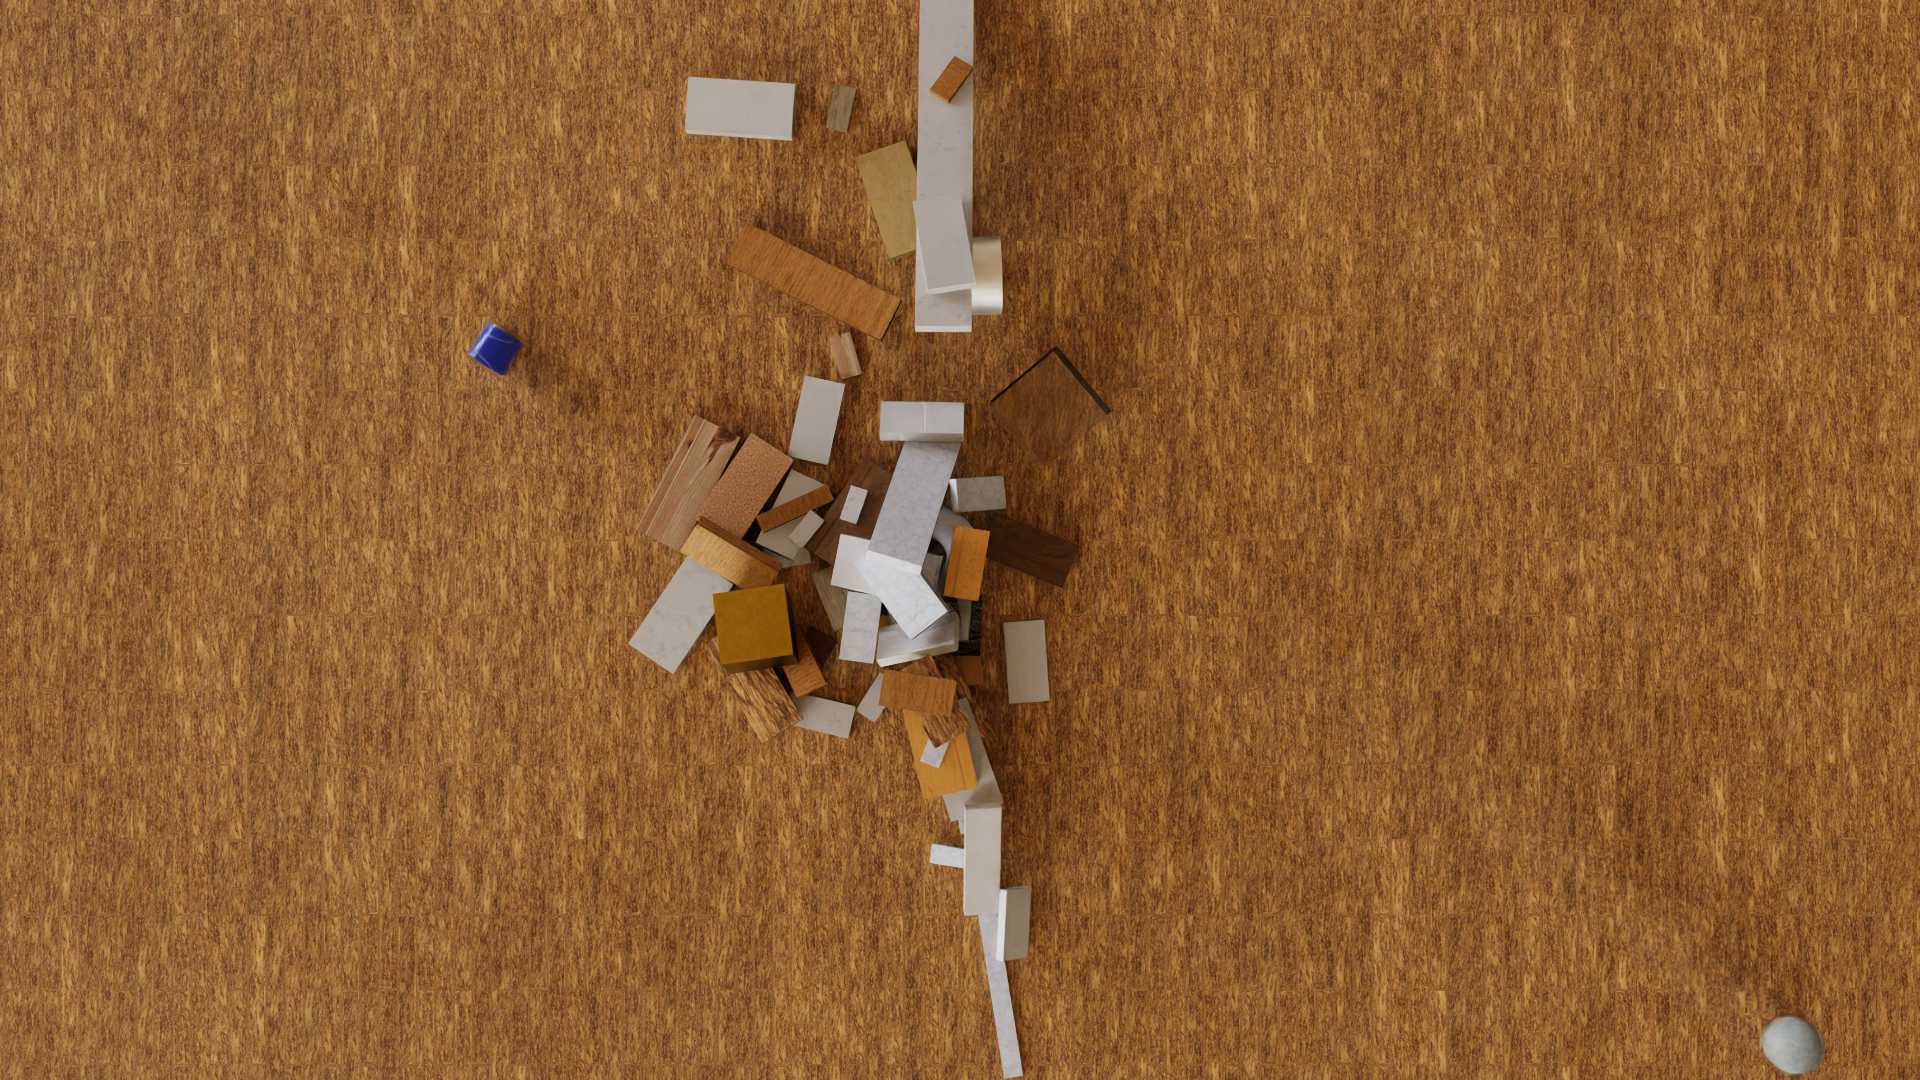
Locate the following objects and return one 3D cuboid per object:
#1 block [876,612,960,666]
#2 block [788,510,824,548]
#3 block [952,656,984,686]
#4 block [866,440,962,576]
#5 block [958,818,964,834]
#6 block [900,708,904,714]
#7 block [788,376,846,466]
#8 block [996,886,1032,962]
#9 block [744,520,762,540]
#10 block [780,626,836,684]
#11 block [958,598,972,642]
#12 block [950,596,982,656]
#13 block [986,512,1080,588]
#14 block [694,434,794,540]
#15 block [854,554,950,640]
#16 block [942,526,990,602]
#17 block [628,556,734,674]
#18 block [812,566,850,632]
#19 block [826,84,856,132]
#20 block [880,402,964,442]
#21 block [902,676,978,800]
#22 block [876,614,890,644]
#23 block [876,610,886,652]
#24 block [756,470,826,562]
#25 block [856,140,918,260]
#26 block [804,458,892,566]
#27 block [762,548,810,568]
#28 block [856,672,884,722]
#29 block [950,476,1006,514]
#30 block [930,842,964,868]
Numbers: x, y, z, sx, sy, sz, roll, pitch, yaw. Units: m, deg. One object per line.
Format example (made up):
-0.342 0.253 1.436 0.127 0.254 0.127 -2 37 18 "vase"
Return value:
-0.135 0.321 5.342 0.269 0.135 0.038 -13 135 17 "block"
-0.504 -0.036 5.411 0.058 0.017 0.117 39 85 -2 "block"
0.017 0.385 5.486 0.099 0.028 0.199 -8 90 0 "block"
-0.145 -0.135 5.316 0.179 0.051 0.540 17 53 0 "block"
0.036 0.867 5.438 0.095 0.027 0.191 -8 86 0 "block"
-0.126 0.592 5.470 0.076 0.022 0.152 -36 96 19 "block"
-0.476 -0.397 5.481 0.137 0.039 0.274 12 90 0 "block"
0.178 1.266 5.448 0.116 0.033 0.231 3 90 -43 "block"
-0.699 -0.038 5.468 0.151 0.021 0.076 3 90 0 "block"
-0.502 0.398 5.470 0.102 0.029 0.203 30 90 18 "block"
-0.020 0.220 5.444 0.114 0.032 0.228 2 75 8 "block"
0.020 0.282 5.458 0.099 0.028 0.199 1 75 3 "block"
0.227 0.033 5.479 0.303 0.043 0.152 22 90 0 "block"
-0.710 -0.167 5.445 0.168 0.048 0.336 32 80 2 "block"
-0.185 0.149 5.265 0.154 0.044 0.308 -38 83 11 "block"
0.020 0.075 5.312 0.114 0.032 0.229 10 90 -6 "block"
-0.922 0.245 5.475 0.179 0.051 0.357 34 90 0 "block"
-0.405 0.189 5.454 0.102 0.029 0.203 -23 83 4 "block"
-0.395 -1.436 5.490 0.072 0.021 0.145 12 90 0 "block"
-0.125 -0.392 5.443 0.274 0.039 0.137 1 52 0 "block"
-0.071 0.635 5.299 0.180 0.051 0.360 -13 95 -2 "block"
-0.219 0.302 5.453 0.203 0.029 0.102 7 90 0 "block"
-0.310 0.267 5.484 0.228 0.032 0.114 39 90 0 "block"
-0.554 -0.081 5.449 0.137 0.039 0.274 25 78 -3 "block"
-0.207 -1.126 5.475 0.176 0.050 0.353 -19 90 0 "block"
-0.338 -0.073 5.444 0.179 0.051 0.357 33 84 9 "block"
-0.575 0.050 5.467 0.151 0.021 0.076 -10 101 -11 "block"
-0.274 0.523 5.489 0.076 0.022 0.152 33 90 0 "block"
0.060 -0.150 5.413 0.220 0.031 0.110 -6 90 -44 "block"
-0.034 1.050 5.482 0.126 0.018 0.063 8 92 8 "block"
